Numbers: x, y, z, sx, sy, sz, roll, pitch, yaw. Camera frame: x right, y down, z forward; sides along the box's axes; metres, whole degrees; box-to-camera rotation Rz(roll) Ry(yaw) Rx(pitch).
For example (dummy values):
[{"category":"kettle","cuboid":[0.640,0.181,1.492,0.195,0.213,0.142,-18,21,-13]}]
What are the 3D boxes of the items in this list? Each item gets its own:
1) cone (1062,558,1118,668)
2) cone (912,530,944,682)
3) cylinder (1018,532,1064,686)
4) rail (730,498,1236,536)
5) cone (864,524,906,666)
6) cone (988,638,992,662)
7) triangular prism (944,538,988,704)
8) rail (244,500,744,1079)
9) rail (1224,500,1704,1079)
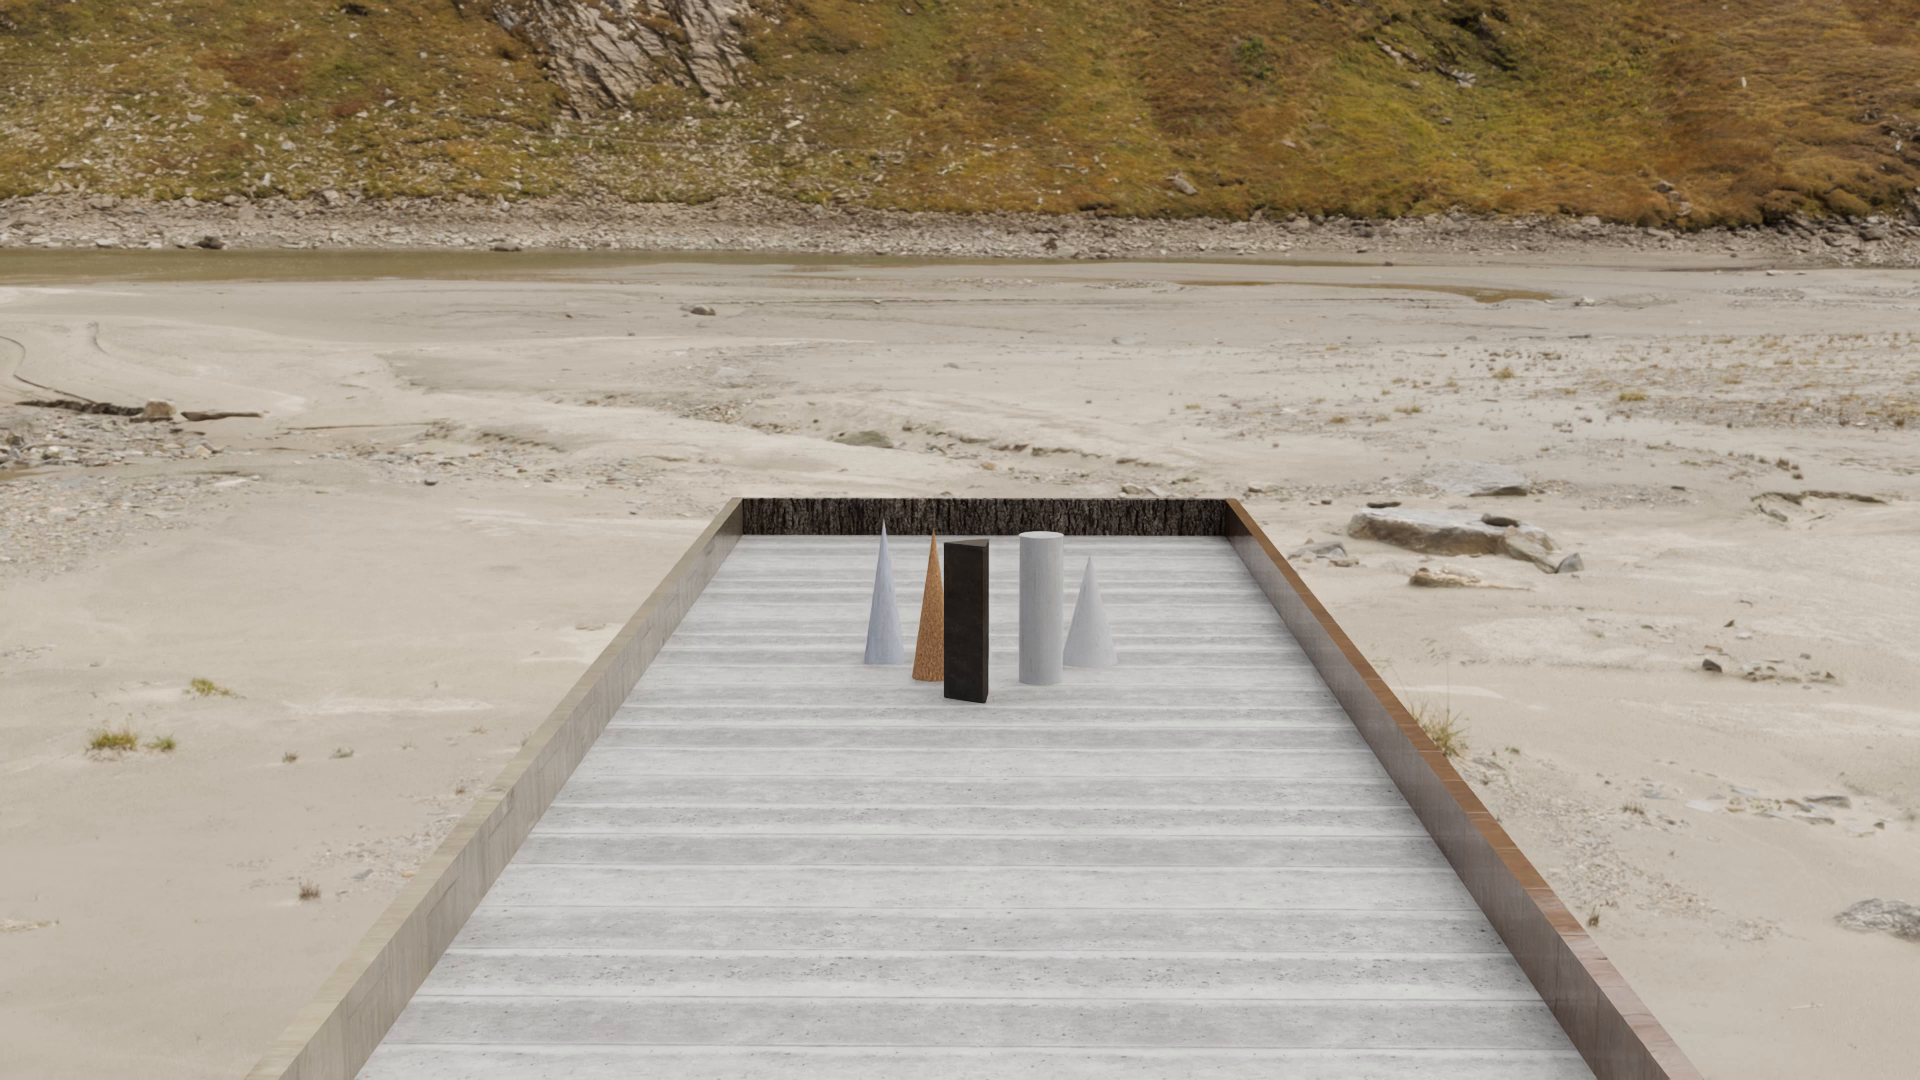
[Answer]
[{"category":"cone","cuboid":[0.392,0.205,6.654,0.175,0.332,0.175,0,9,0]},{"category":"cone","cuboid":[-0.077,0.180,6.436,0.130,0.449,0.130,0,9,0]},{"category":"cylinder","cuboid":[0.235,0.197,6.389,0.129,0.430,0.129,0,9,0]},{"category":"rail","cuboid":[0.099,-0.098,9.147,2.100,0.150,0.050,0,9,1]},{"category":"cone","cuboid":[-0.229,0.150,6.657,0.126,0.440,0.126,0,9,0]},{"category":"cone","cuboid":[0.048,0.207,6.675,0.100,0.322,0.100,0,9,0]},{"category":"triangular prism","cuboid":[0.045,0.223,6.185,0.138,0.443,0.119,6,11,34]},{"category":"rail","cuboid":[-1.004,0.839,3.234,0.050,0.150,12.000,0,9,1]},{"category":"rail","cuboid":[1.046,0.843,3.208,0.050,0.150,12.000,0,9,1]}]
